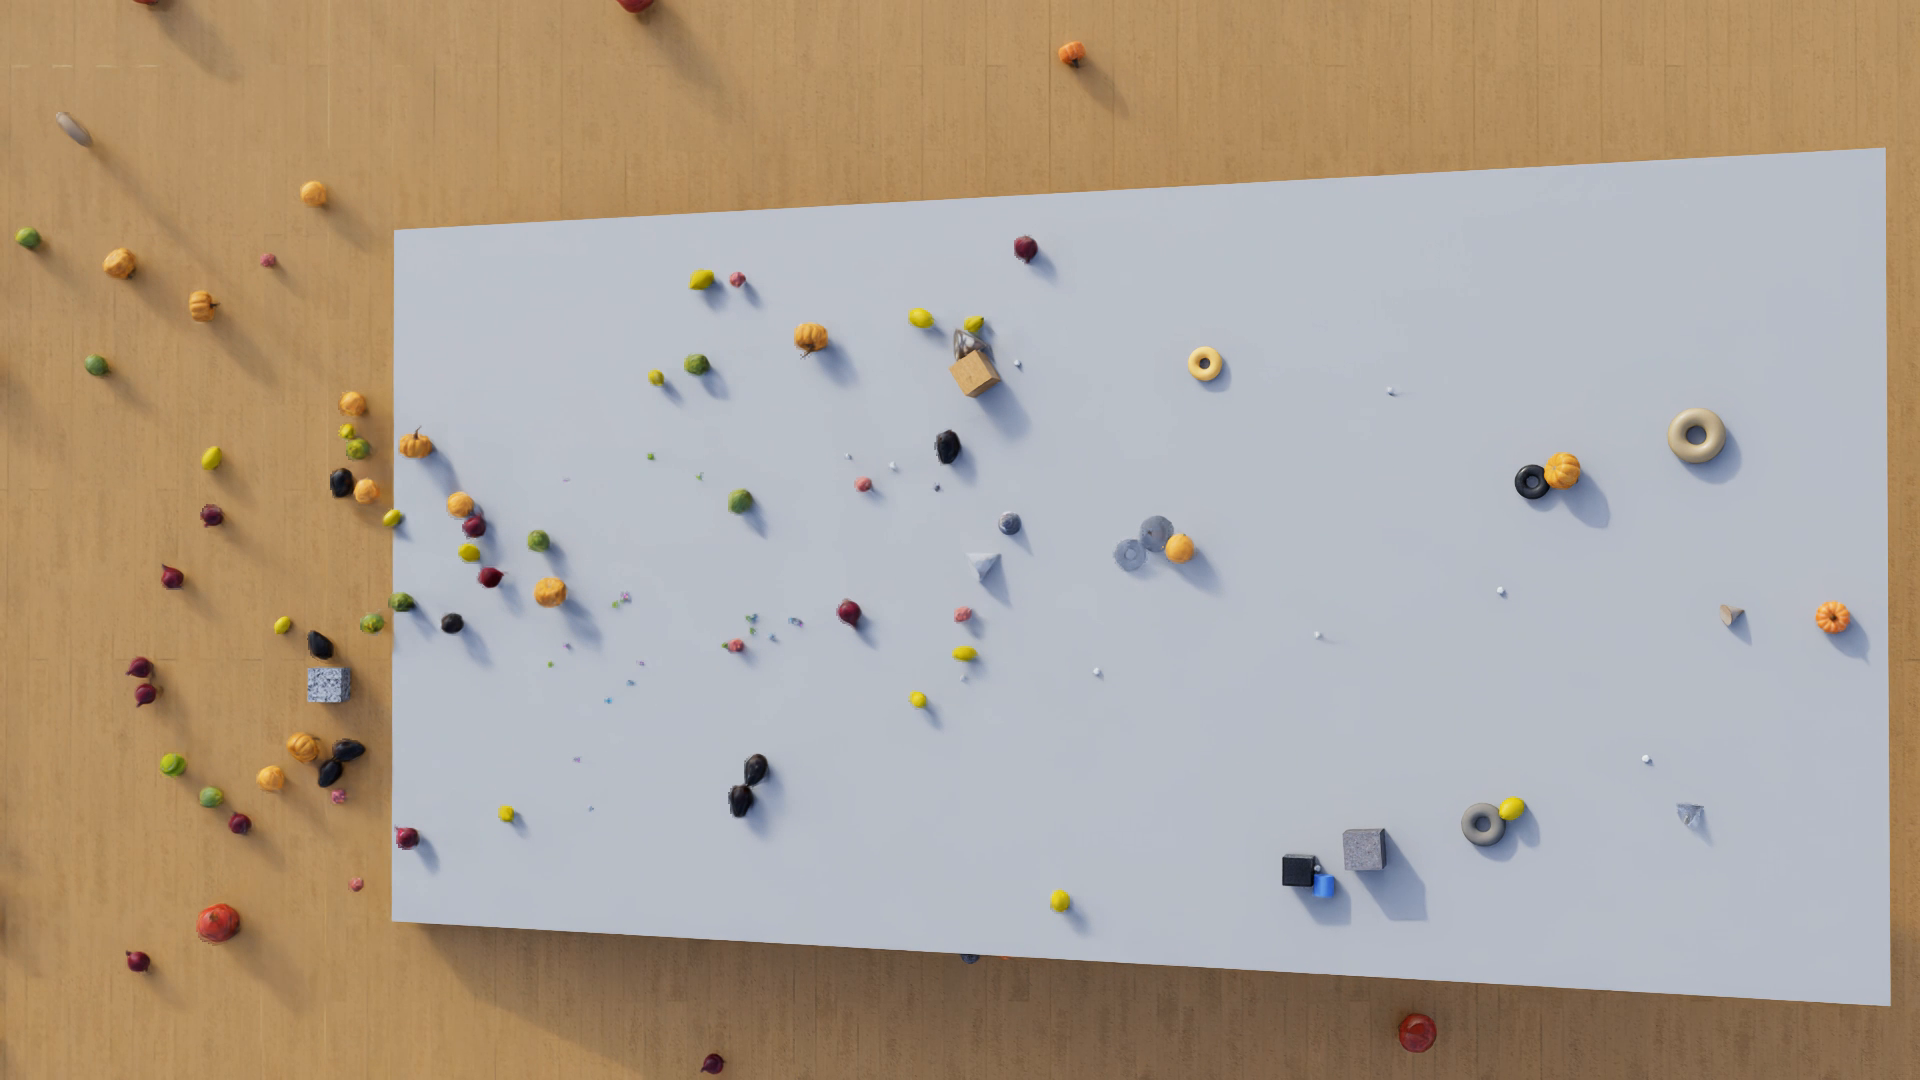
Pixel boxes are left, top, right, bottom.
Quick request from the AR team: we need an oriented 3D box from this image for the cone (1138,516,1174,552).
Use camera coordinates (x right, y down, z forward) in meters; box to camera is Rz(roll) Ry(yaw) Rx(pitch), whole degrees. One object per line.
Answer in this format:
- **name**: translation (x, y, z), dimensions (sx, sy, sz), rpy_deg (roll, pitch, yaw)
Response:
- **cone**: translation (0.491, -0.017, 5.620), dimensions (0.095, 0.095, 0.095), rpy_deg (0, 89, 18)

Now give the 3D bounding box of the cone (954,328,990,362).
- **cone**: translation (0.036, -0.514, 5.804), dimensions (0.091, 0.091, 0.091), rpy_deg (-2, 89, -9)

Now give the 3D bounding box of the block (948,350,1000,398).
- **block**: translation (0.039, -0.436, 5.778), dimensions (0.087, 0.087, 0.087), rpy_deg (-34, 79, 15)

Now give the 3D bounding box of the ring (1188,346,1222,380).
- **ring**: translation (0.626, -0.450, 5.617), dimensions (0.088, 0.029, 0.088), rpy_deg (0, 90, 19)

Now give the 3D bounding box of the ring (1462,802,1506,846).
- **ring**: translation (1.282, 0.697, 5.384), dimensions (0.107, 0.036, 0.107), rpy_deg (0, 90, 19)

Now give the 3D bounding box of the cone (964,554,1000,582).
- **cone**: translation (0.069, 0.054, 5.787), dimensions (0.084, 0.084, 0.084), rpy_deg (-27, 89, -11)

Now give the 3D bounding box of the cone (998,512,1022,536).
- **cone**: translation (0.121, -0.045, 5.758), dimensions (0.064, 0.064, 0.064), rpy_deg (0, 89, 18)

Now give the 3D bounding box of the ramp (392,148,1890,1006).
- **ramp**: translation (0.276, 0.093, 5.791), dimensions (4.000, 0.100, 2.000), rpy_deg (0, 89, 18)

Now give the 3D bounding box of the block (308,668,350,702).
- **block**: translation (-1.838, 0.421, 6.405), dimensions (0.097, 0.097, 0.097), rpy_deg (0, 89, 0)

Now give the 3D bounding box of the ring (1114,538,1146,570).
- **ring**: translation (0.439, 0.038, 5.672), dimensions (0.083, 0.028, 0.083), rpy_deg (0, 90, 17)

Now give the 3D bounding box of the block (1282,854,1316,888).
- **block**: translation (0.848, 0.827, 5.505), dimensions (0.071, 0.071, 0.071), rpy_deg (0, 89, 18)

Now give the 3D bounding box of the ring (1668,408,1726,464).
- **ring**: translation (1.755, -0.249, 5.239), dimensions (0.134, 0.045, 0.134), rpy_deg (0, 89, 20)

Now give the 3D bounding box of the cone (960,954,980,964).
- **cone**: translation (0.031, 1.212, 6.414), dimensions (0.057, 0.057, 0.057), rpy_deg (0, 89, 0)

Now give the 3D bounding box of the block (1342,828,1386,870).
- **block**: translation (1.002, 0.766, 5.445), dimensions (0.091, 0.091, 0.091), rpy_deg (-4, 88, 18)

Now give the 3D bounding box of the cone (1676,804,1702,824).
- **cone**: translation (1.747, 0.644, 5.239), dimensions (0.055, 0.055, 0.055), rpy_deg (-20, 89, -10)

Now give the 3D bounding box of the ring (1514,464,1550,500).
- **ring**: translation (1.396, -0.142, 5.362), dimensions (0.086, 0.029, 0.086), rpy_deg (0, 89, 17)

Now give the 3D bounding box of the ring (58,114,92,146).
- **ring**: translation (-2.583, -1.196, 6.417), dimensions (0.038, 0.115, 0.115), rpy_deg (-45, 89, -1)
